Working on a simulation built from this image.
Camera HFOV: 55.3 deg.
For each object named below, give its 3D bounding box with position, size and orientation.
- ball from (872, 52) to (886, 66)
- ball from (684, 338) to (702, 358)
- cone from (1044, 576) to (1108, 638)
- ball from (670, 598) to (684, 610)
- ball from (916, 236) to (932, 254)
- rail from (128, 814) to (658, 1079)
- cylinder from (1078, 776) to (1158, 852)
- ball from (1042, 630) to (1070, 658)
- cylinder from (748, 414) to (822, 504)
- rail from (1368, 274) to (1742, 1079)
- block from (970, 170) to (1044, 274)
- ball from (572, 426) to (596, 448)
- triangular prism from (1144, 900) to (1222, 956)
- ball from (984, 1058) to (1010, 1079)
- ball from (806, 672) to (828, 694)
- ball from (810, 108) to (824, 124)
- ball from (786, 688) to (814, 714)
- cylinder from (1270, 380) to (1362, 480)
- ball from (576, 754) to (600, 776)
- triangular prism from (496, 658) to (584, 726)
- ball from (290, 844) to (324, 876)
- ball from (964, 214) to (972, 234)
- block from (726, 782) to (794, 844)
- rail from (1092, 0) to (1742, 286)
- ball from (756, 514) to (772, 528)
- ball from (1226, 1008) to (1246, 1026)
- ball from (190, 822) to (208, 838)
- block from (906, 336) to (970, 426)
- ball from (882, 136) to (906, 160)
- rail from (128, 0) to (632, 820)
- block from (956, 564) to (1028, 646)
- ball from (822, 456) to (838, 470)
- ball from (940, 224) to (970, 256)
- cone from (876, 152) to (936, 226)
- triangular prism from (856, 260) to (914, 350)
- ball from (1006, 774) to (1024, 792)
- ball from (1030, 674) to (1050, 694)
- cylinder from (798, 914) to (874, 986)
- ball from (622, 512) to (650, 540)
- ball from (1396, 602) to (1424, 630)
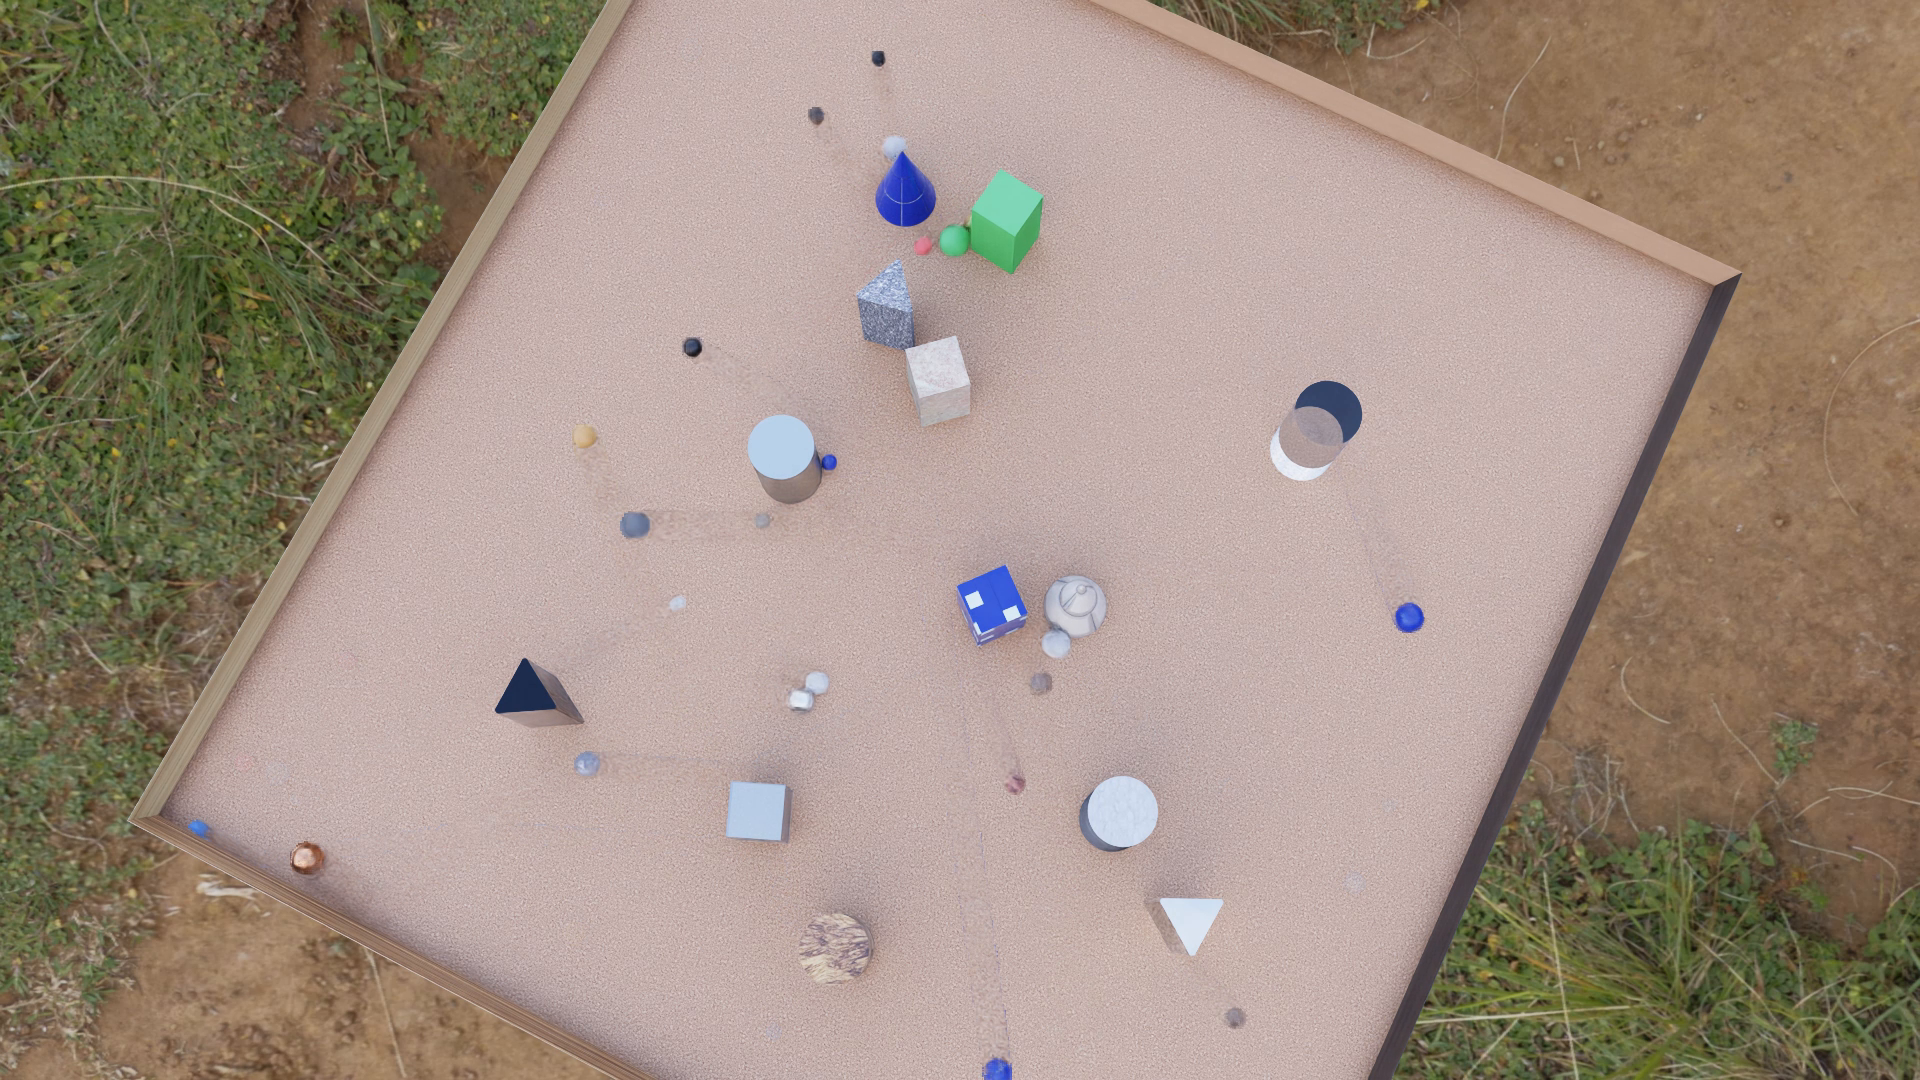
[{"bbox_3d":[-0.263,-1.551,5.915,0.044,0.044,0.044,0,78,0],"label":"ball"},{"bbox_3d":[-0.833,-0.599,5.711,0.059,0.059,0.059,0,78,0],"label":"ball"},{"bbox_3d":[0.350,0.167,5.405,0.194,0.346,0.194,0,78,0],"label":"cone"},{"bbox_3d":[-0.858,0.194,5.555,0.042,0.042,0.042,0,78,0],"label":"ball"},{"bbox_3d":[-0.113,-0.930,5.782,0.054,0.054,0.054,0,78,0],"label":"ball"},{"bbox_3d":[-0.808,1.590,5.222,3.576,0.126,0.045,26,80,5],"label":"rail"},{"bbox_3d":[0.451,0.790,5.257,0.194,0.384,0.194,0,78,0],"label":"cylinder"},{"bbox_3d":[0.287,0.310,5.509,0.085,0.085,0.085,0,78,0],"label":"ball"},{"bbox_3d":[-0.522,-0.239,5.500,0.194,0.324,0.194,0,78,0],"label":"cylinder"},{"bbox_3d":[1.578,0.779,5.390,0.045,0.126,3.662,26,80,5],"label":"rail"},{"bbox_3d":[0.142,-0.977,5.649,0.155,0.332,0.155,33,80,6],"label":"block"},{"bbox_3d":[-1.157,-0.318,5.646,0.070,0.070,0.070,0,78,0],"label":"ball"},{"bbox_3d":[0.604,1.054,5.163,0.146,0.461,0.168,31,80,6],"label":"triangular prism"},{"bbox_3d":[0.108,1.528,5.262,0.075,0.075,0.075,0,78,0],"label":"ball"},{"bbox_3d":[-0.430,0.427,5.494,0.067,0.067,0.067,0,78,0],"label":"ball"},{"bbox_3d":[-0.459,-1.358,5.873,0.048,0.048,0.048,0,78,0],"label":"ball"},{"bbox_3d":[-0.479,0.480,5.476,0.081,0.081,0.081,0,78,0],"label":"ball"},{"bbox_3d":[1.058,-0.321,5.467,0.194,0.424,0.194,0,78,0],"label":"cylinder"},{"bbox_3d":[-1.105,0.668,5.444,0.068,0.068,0.068,0,78,0],"label":"ball"},{"bbox_3d":[-1.217,0.443,5.322,0.168,0.397,0.146,-4,78,-1],"label":"triangular prism"},{"bbox_3d":[-1.914,0.936,5.376,0.092,0.092,0.092,0,78,0],"label":"ball"},{"bbox_3d":[0.045,-0.999,5.791,0.063,0.063,0.063,0,78,0],"label":"ball"},{"bbox_3d":[-0.578,0.793,5.317,0.155,0.264,0.155,4,78,1],"label":"block"},{"bbox_3d":[0.808,-1.576,5.877,3.576,0.126,0.045,26,80,5],"label":"rail"},{"bbox_3d":[-0.599,-0.059,5.606,0.044,0.044,0.044,0,78,0],"label":"ball"},{"bbox_3d":[0.798,1.381,5.303,0.054,0.054,0.054,0,78,0],"label":"ball"},{"bbox_3d":[-2.248,0.856,5.415,0.048,0.048,0.048,0,78,0],"label":"ball"},{"bbox_3d":[-0.065,-0.477,5.551,0.155,0.322,0.155,-16,79,-3],"label":"block"},{"bbox_3d":[-0.210,-1.247,5.838,0.072,0.072,0.072,0,78,0],"label":"ball"},{"bbox_3d":[-1.578,-0.766,5.710,0.045,0.126,3.662,26,80,5],"label":"rail"},{"bbox_3d":[0.093,0.198,5.444,0.155,0.258,0.155,-23,79,-5],"label":"block"},{"bbox_3d":[-0.402,-0.237,5.641,0.049,0.049,0.049,0,78,0],"label":"ball"},{"bbox_3d":[-0.017,-0.943,5.762,0.097,0.097,0.097,0,78,0],"label":"ball"},{"bbox_3d":[-0.173,-1.127,5.661,0.194,0.369,0.194,0,78,0],"label":"cone"},{"bbox_3d":[-0.201,-0.718,5.563,0.168,0.396,0.146,17,79,3],"label":"triangular prism"},{"bbox_3d":[0.161,0.721,5.439,0.055,0.055,0.055,0,78,0],"label":"ball"},{"bbox_3d":[0.241,0.432,5.495,0.064,0.064,0.064,0,78,0],"label":"ball"},{"bbox_3d":[-0.347,1.161,5.209,0.194,0.327,0.194,0,78,0],"label":"cylinder"},{"bbox_3d":[-0.986,-0.045,5.583,0.083,0.083,0.083,0,78,0],"label":"ball"},{"bbox_3d":[1.355,0.232,5.525,0.085,0.085,0.085,0,78,0],"label":"ball"}]
